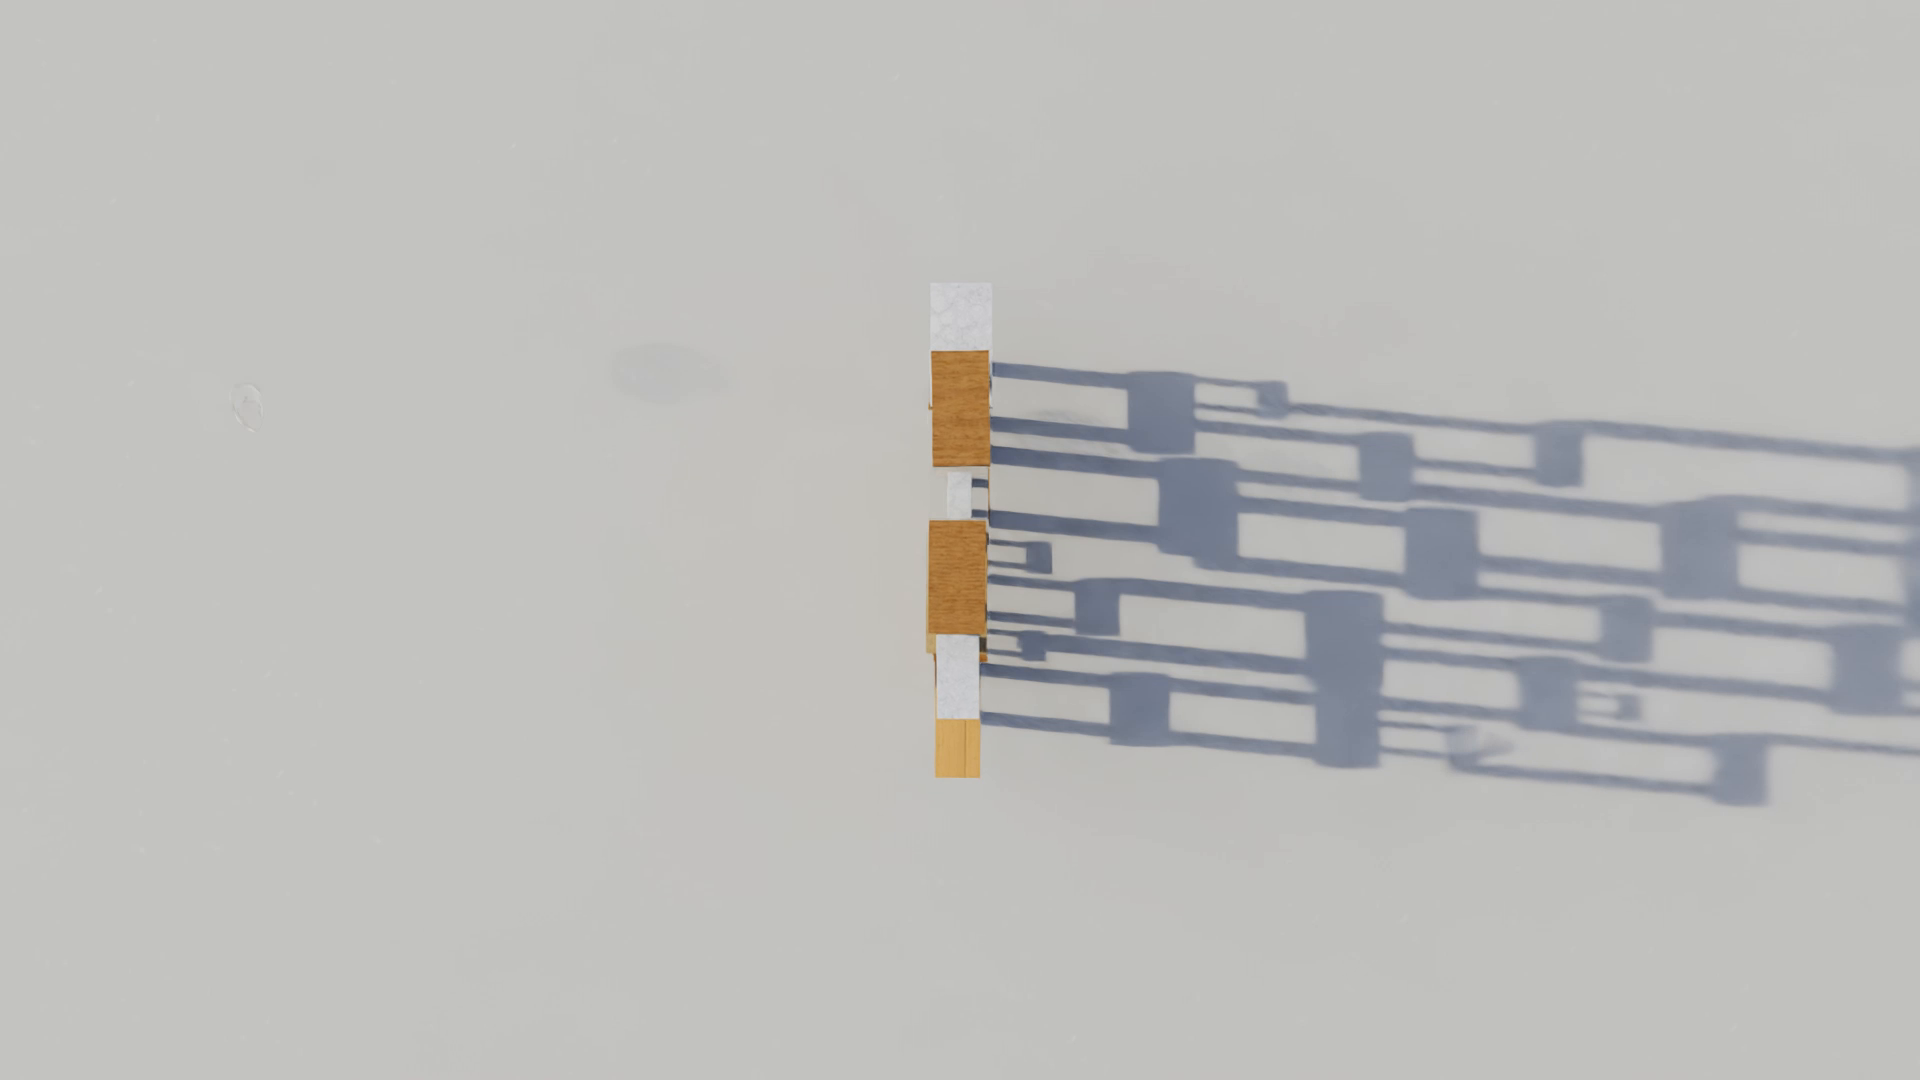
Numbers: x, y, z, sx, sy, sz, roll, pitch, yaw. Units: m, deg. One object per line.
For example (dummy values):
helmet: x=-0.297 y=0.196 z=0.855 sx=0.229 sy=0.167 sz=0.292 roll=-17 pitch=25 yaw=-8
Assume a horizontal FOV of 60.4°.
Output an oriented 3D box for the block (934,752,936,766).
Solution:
block: x=-0.008 y=0.600 z=4.604 sx=0.119 sy=0.373 sz=0.034 roll=0 pitch=89 yaw=1

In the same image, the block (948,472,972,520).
block: x=-0.001 y=-0.106 z=3.951 sx=0.057 sy=0.016 sz=0.114 roll=0 pitch=90 yaw=0

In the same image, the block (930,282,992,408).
block: x=0.003 y=-0.482 z=4.087 sx=0.153 sy=0.043 sz=0.305 roll=0 pitch=90 yaw=0

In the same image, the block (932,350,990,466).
block: x=0.002 y=-0.301 z=3.784 sx=0.131 sy=0.037 sz=0.263 roll=-1 pitch=90 yaw=0

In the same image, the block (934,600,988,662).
block: x=0.002 y=0.205 z=4.950 sx=0.160 sy=0.045 sz=0.319 roll=0 pitch=90 yaw=0

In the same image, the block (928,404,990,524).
block: x=-0.002 y=-0.204 z=4.437 sx=0.163 sy=0.046 sz=0.326 roll=0 pitch=90 yaw=0

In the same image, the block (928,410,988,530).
block: x=-0.004 y=-0.173 z=4.095 sx=0.149 sy=0.042 sz=0.298 roll=0 pitch=90 yaw=0

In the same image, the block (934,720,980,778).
block: x=-0.006 y=0.510 z=4.382 sx=0.119 sy=0.034 sz=0.238 roll=0 pitch=90 yaw=0

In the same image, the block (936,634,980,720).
block: x=-0.005 y=0.327 z=3.958 sx=0.102 sy=0.029 sz=0.203 roll=0 pitch=90 yaw=0

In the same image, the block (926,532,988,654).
block: x=-0.008 y=0.134 z=4.195 sx=0.154 sy=0.044 sz=0.308 roll=1 pitch=91 yaw=0

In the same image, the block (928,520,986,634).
block: x=-0.007 y=0.086 z=3.885 sx=0.133 sy=0.038 sz=0.266 roll=1 pitch=91 yaw=0
